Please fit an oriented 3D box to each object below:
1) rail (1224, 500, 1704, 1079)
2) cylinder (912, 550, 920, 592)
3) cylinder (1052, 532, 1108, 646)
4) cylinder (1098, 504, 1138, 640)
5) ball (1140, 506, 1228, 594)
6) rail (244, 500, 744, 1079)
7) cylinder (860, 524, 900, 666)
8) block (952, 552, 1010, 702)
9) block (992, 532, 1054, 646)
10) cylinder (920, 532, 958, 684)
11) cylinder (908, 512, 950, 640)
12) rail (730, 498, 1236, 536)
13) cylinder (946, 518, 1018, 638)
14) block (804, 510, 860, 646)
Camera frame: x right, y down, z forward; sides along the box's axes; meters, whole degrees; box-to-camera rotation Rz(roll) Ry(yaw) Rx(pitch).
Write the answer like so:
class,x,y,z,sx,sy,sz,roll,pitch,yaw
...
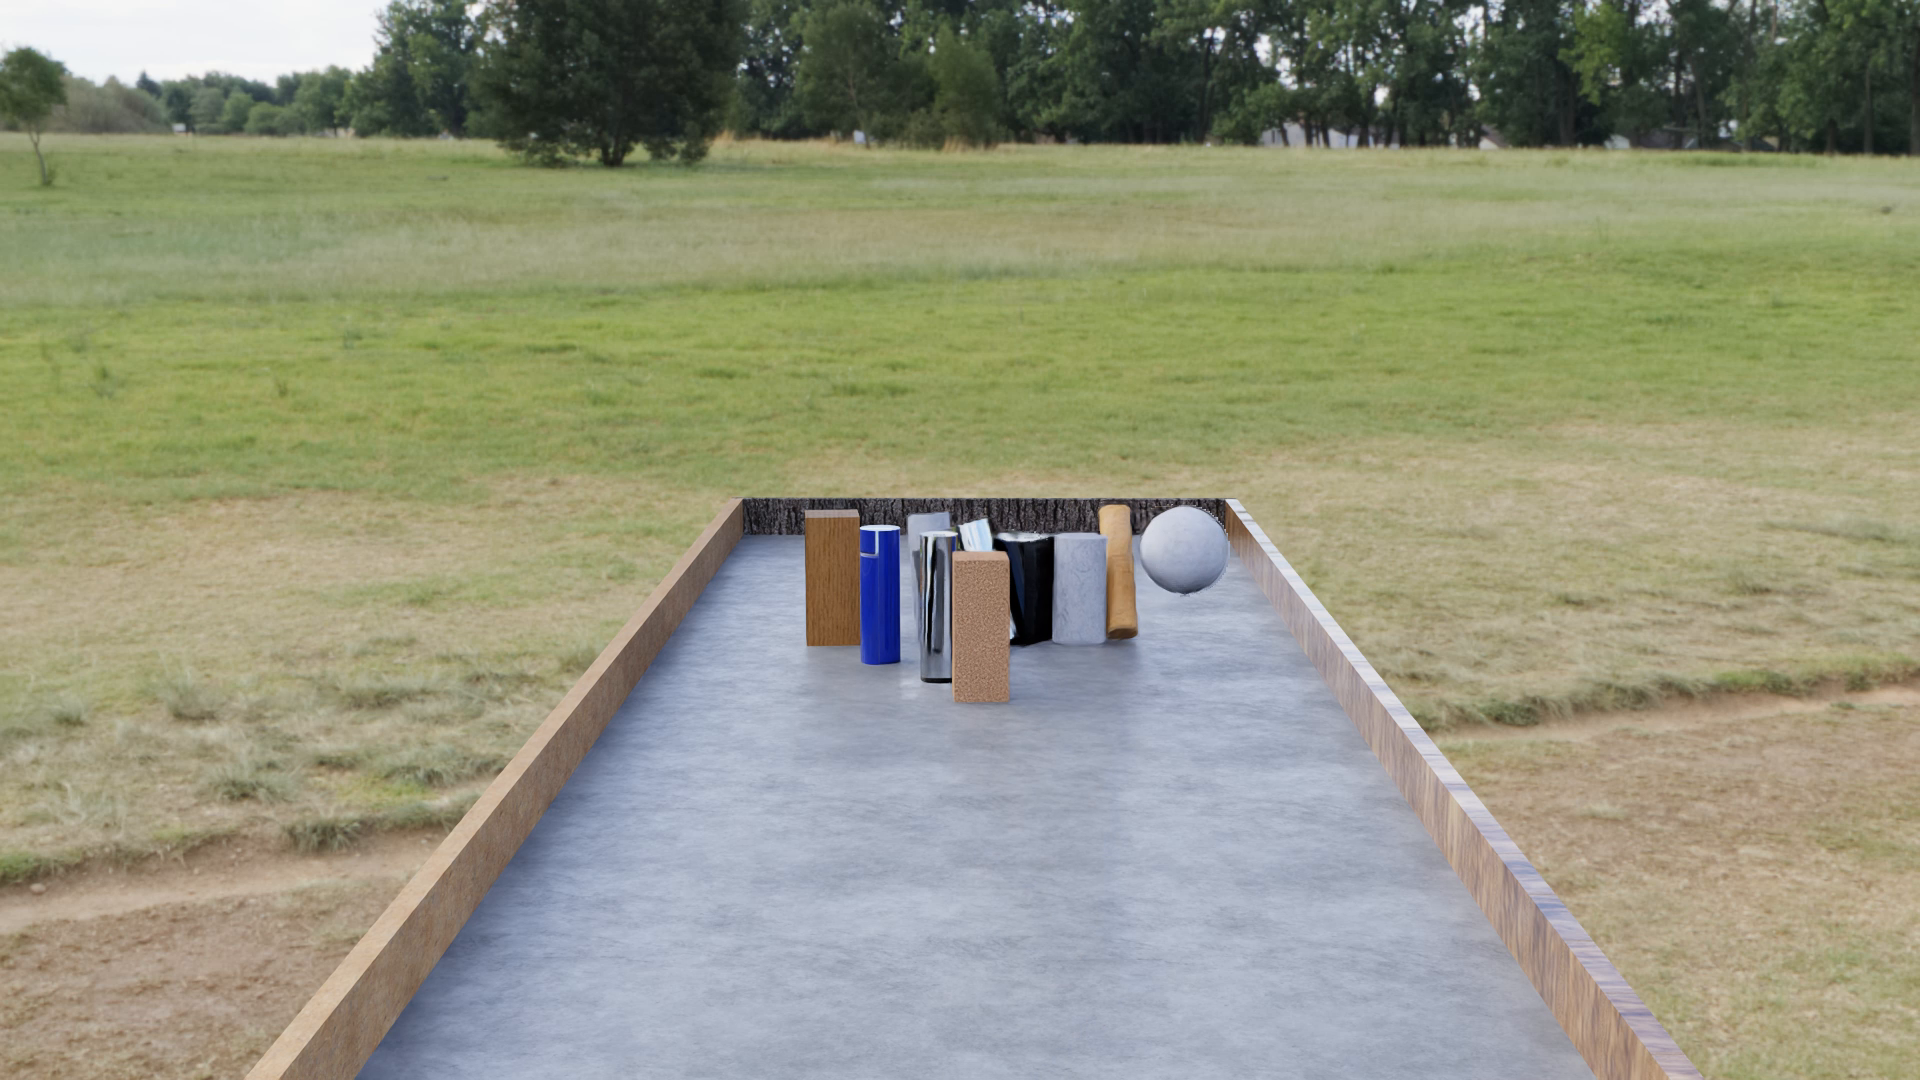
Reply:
class,x,y,z,sx,sy,sz,roll,pitch,yaw
rail,1.046,0.843,3.208,0.050,0.150,12.000,0,9,1
cylinder,-0.074,0.179,6.848,0.101,0.309,0.101,-9,2,0
cylinder,0.379,0.154,6.958,0.169,0.334,0.169,0,7,0
cylinder,0.507,0.101,7.041,0.101,0.429,0.101,-2,-23,-1
ball,0.705,0.033,6.928,0.276,0.276,0.276,0,9,0
rail,-1.004,0.839,3.234,0.050,0.150,12.000,0,9,1
cylinder,-0.241,0.166,6.656,0.122,0.409,0.122,0,9,0
block,0.058,0.243,6.193,0.153,0.402,0.153,0,9,-3
block,0.182,0.152,6.981,0.175,0.330,0.175,6,10,36
cylinder,-0.061,0.196,6.400,0.108,0.431,0.108,0,9,0
cylinder,-0.085,0.116,6.966,0.136,0.395,0.136,-5,1,0
rail,0.099,-0.098,9.147,2.100,0.150,0.050,0,9,1
cylinder,0.069,0.135,6.866,0.137,0.380,0.137,-15,-4,-1
block,-0.404,0.118,6.963,0.168,0.408,0.168,-1,9,-5
